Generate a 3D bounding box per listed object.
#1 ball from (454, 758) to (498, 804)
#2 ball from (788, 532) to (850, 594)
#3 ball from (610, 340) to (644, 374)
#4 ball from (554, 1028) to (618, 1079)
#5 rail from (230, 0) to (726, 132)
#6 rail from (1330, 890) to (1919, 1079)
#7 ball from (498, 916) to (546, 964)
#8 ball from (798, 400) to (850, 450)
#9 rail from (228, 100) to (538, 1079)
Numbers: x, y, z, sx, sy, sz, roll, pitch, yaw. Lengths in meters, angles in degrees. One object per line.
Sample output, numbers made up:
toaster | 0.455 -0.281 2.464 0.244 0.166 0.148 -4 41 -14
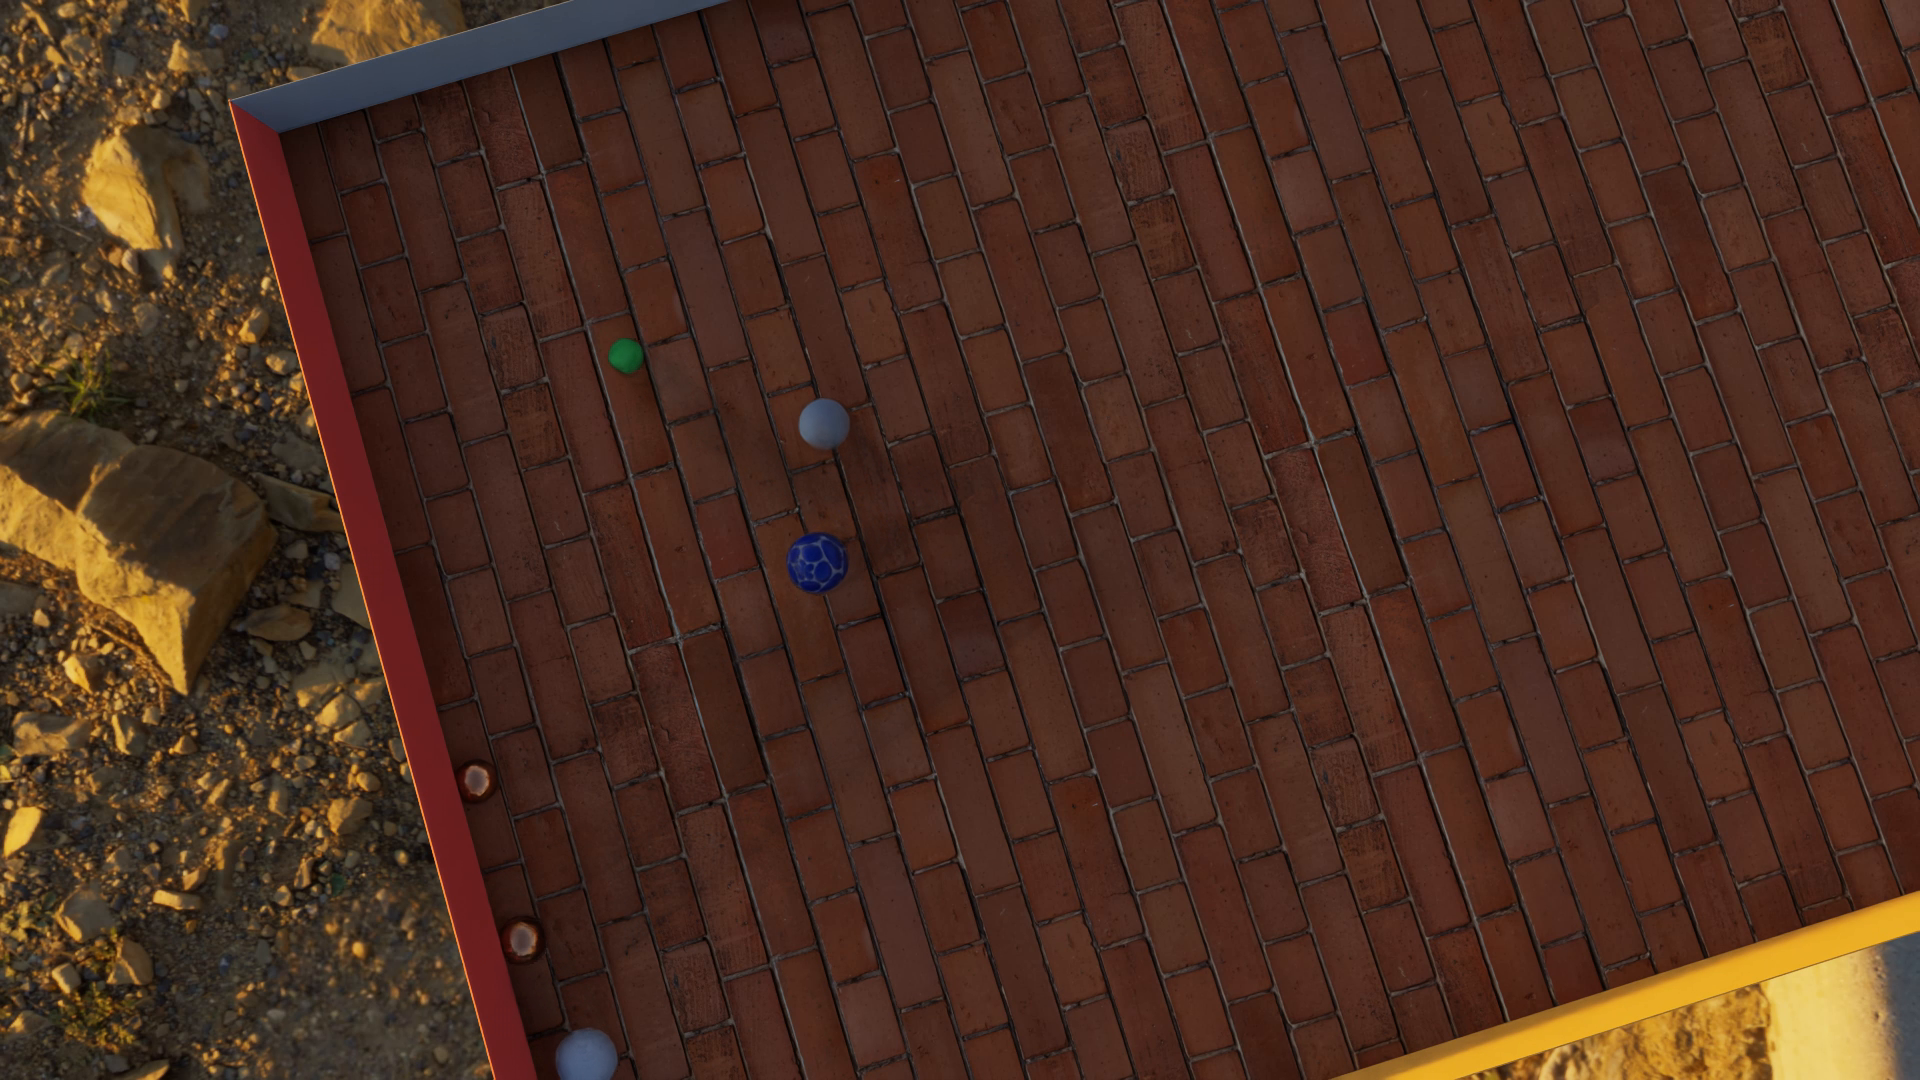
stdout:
ball | -0.709 0.353 3.220 0.065 0.065 0.065 0 81 0
ball | -0.210 0.033 3.254 0.091 0.091 0.091 0 81 0
ball | -0.503 -0.277 3.321 0.051 0.051 0.051 0 81 0
ball | -0.535 0.743 3.149 0.088 0.088 0.088 0 81 0
rail | 0.540 -1.124 3.413 3.405 0.119 0.045 -17 82 -3
rail | 1.086 0.619 3.152 3.405 0.119 0.045 -17 82 -3
ball | -0.634 0.578 3.184 0.069 0.069 0.069 0 81 0
ball | -0.203 -0.172 3.293 0.077 0.077 0.077 0 81 0
rail | -0.790 0.239 3.209 0.045 0.119 1.893 -17 82 -3
